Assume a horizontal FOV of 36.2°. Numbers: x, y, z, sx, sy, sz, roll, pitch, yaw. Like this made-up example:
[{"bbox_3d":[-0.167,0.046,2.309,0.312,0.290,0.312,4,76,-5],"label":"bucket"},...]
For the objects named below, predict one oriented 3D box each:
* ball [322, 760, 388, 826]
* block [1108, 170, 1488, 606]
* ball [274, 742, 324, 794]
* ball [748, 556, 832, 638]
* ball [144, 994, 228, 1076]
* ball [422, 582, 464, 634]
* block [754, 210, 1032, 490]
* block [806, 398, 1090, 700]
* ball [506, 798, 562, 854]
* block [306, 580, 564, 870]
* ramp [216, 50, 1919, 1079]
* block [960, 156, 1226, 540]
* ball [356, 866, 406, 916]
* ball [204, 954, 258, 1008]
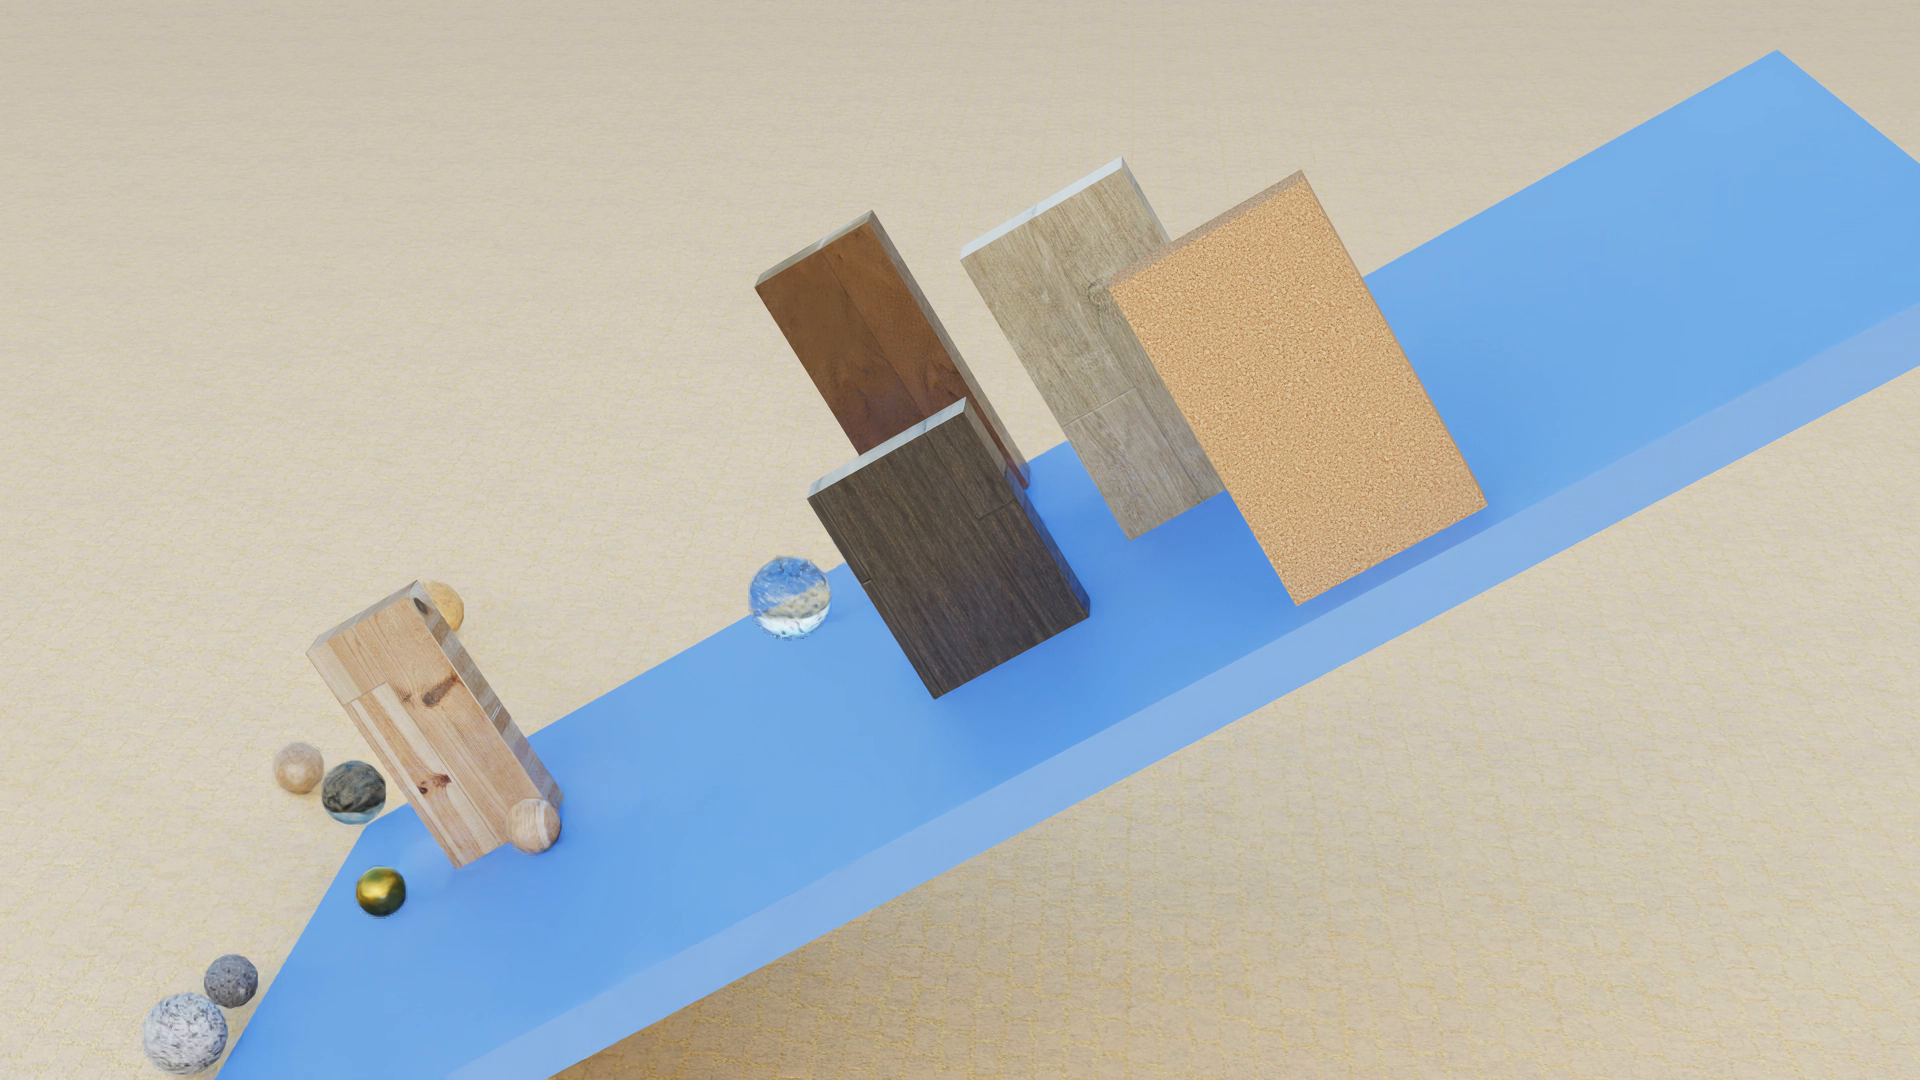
[{"bbox_3d":[-1.581,0.661,7.676,0.169,0.169,0.169,0,19,0],"label":"ball"},{"bbox_3d":[0.600,-0.263,5.213,0.385,0.678,0.089,-29,15,12],"label":"block"},{"bbox_3d":[-1.807,0.623,8.042,0.138,0.138,0.138,0,19,0],"label":"ball"},{"bbox_3d":[-0.400,0.134,6.919,0.193,0.193,0.193,0,19,0],"label":"ball"},{"bbox_3d":[-1.707,1.090,6.485,0.180,0.180,0.180,0,19,0],"label":"ball"},{"bbox_3d":[-1.635,0.223,9.133,0.189,0.189,0.189,0,19,0],"label":"ball"},{"bbox_3d":[-0.155,-0.381,7.010,0.312,0.743,0.135,-29,15,12],"label":"block"},{"bbox_3d":[-0.020,0.019,5.917,0.364,0.495,0.105,-29,15,12],"label":"block"},{"bbox_3d":[-0.948,0.635,6.531,0.123,0.123,0.123,0,19,0],"label":"ball"},{"bbox_3d":[-1.199,0.427,6.745,0.278,0.616,0.113,-29,15,12],"label":"block"},{"bbox_3d":[0.142,0.168,6.286,4.000,0.100,2.000,-29,15,12],"label":"ramp"},{"bbox_3d":[0.345,-0.394,6.119,0.381,0.700,0.121,-29,15,12],"label":"block"},{"bbox_3d":[-1.331,0.807,6.762,0.116,0.116,0.116,0,19,0],"label":"ball"},{"bbox_3d":[-1.679,1.017,6.778,0.122,0.122,0.122,0,19,0],"label":"ball"}]
